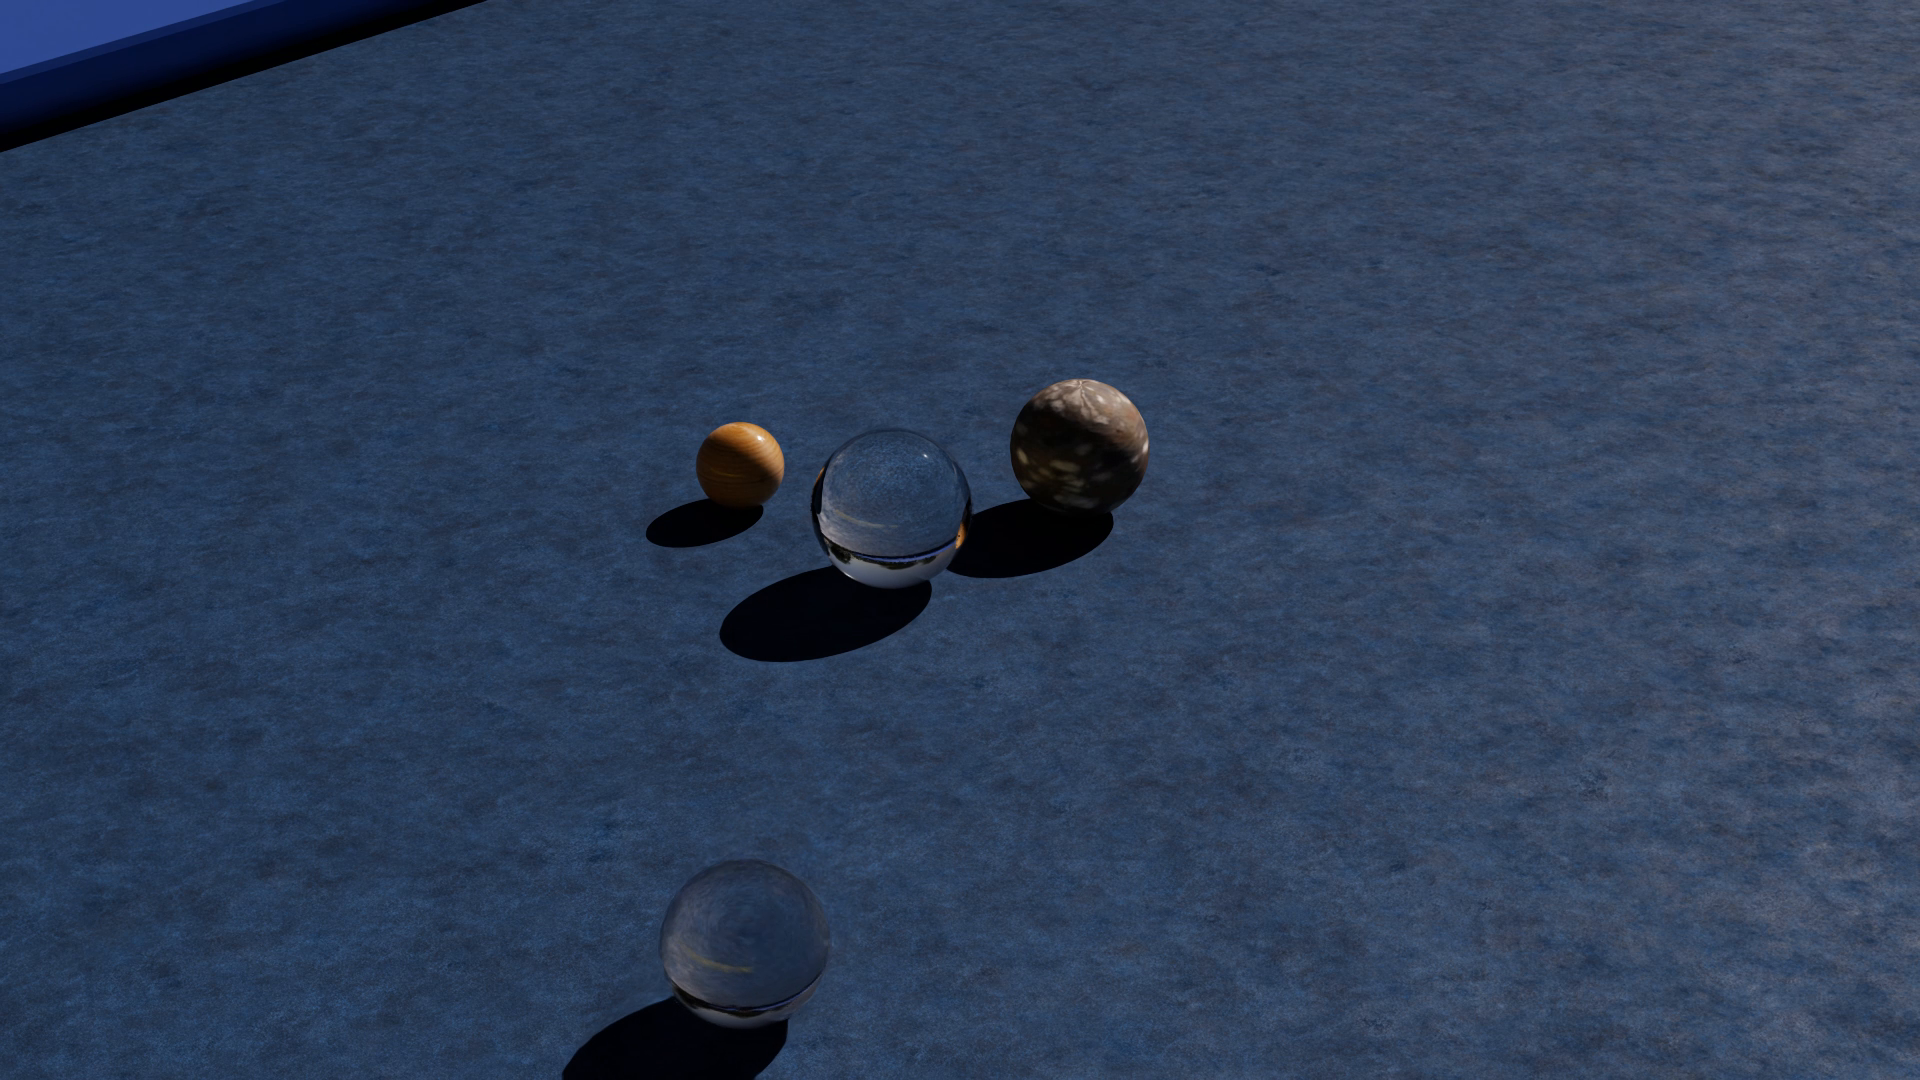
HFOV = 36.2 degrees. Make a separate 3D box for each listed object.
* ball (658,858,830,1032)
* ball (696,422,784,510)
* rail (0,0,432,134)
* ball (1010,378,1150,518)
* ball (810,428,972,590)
[{"bbox_3d":[-0.098,0.183,1.334,0.078,0.078,0.078,0,27,0],"label":"ball"},{"bbox_3d":[-0.135,-0.045,1.807,0.055,0.055,0.055,0,27,0],"label":"ball"},{"bbox_3d":[-0.191,-0.722,3.055,0.045,0.122,4.353,20,33,34],"label":"rail"},{"bbox_3d":[0.073,-0.056,1.793,0.085,0.085,0.085,0,27,0],"label":"ball"},{"bbox_3d":[-0.040,-0.018,1.710,0.094,0.094,0.094,0,27,0],"label":"ball"}]
